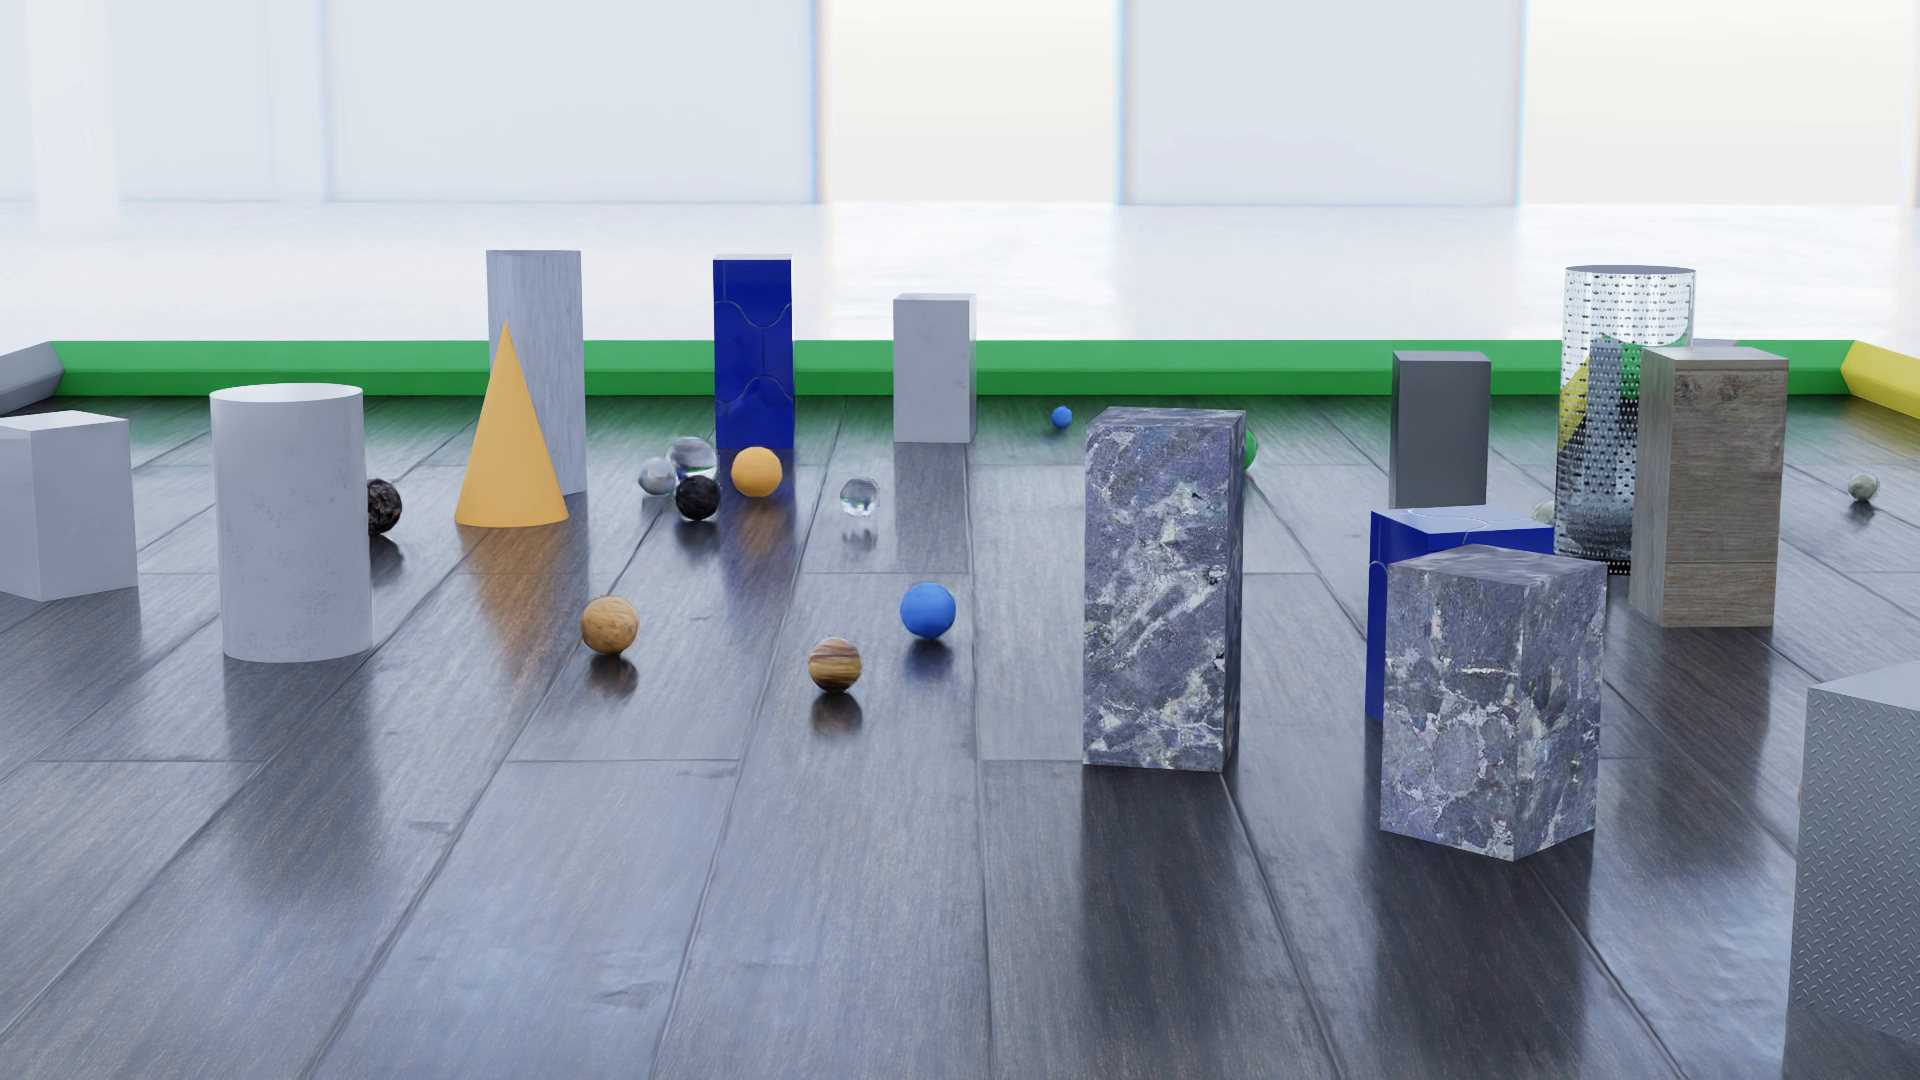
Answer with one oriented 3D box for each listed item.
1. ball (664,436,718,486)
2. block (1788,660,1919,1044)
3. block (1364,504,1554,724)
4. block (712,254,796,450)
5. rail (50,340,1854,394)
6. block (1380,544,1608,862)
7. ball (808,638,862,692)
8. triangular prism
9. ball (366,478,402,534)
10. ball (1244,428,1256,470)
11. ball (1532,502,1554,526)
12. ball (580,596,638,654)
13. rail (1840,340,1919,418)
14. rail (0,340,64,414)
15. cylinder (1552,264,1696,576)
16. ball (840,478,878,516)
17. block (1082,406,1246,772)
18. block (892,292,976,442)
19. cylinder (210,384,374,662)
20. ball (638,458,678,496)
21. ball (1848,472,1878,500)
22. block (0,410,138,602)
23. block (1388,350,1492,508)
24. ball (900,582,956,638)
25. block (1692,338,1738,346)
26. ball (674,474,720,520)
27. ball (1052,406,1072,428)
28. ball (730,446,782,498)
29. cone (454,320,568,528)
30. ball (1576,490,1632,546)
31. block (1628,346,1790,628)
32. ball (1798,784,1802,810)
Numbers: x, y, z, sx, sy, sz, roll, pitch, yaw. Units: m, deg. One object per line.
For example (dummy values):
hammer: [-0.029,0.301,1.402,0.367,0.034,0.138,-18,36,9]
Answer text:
ball: [-0.461,-0.131,4.394,0.092,0.092,0.092,0,11,0]
block: [0.753,0.239,1.977,0.147,0.253,0.147,-8,13,-37]
block: [0.548,0.091,2.826,0.147,0.232,0.147,-3,11,-15]
block: [-0.392,-0.362,4.904,0.147,0.358,0.147,0,11,-2]
rail: [-0.013,-0.375,5.619,3.966,0.119,0.045,0,11,0]
block: [0.507,0.150,2.440,0.147,0.259,0.147,10,14,43]
ball: [-0.146,0.145,2.994,0.064,0.064,0.064,0,11,0]
triangular prism: [-0.741,-0.282,4.335,0.138,0.409,0.159,7,13,32]
ball: [-0.911,-0.052,3.981,0.088,0.088,0.088,0,11,0]
ball: [0.482,-0.163,4.567,0.091,0.091,0.091,0,11,0]
ball: [0.906,-0.029,3.938,0.059,0.059,0.059,0,11,0]
ball: [-0.435,0.106,3.181,0.072,0.072,0.072,0,11,0]
rail: [1.959,0.029,3.461,0.045,0.119,4.461,0,11,0]
rail: [-1.959,0.033,3.439,0.045,0.119,4.461,0,11,0]
cylinder: [0.962,-0.177,3.719,0.184,0.430,0.184,0,11,0]
ball: [-0.162,-0.069,4.141,0.063,0.063,0.063,0,11,0]
block: [0.217,0.048,2.712,0.147,0.358,0.147,2,11,13]
block: [-0.048,-0.337,4.996,0.147,0.275,0.147,1,11,6]
cylinder: [-0.833,-0.025,3.201,0.184,0.322,0.184,0,11,0]
ball: [-0.511,-0.107,4.339,0.065,0.065,0.065,0,11,0]
ball: [1.510,-0.089,4.291,0.047,0.047,0.047,0,11,0]
block: [-1.257,-0.050,3.573,0.147,0.235,0.147,9,14,41]
block: [0.797,-0.186,4.274,0.147,0.243,0.147,1,11,5]
ball: [-0.041,0.090,3.271,0.071,0.071,0.071,0,11,0]
block: [1.206,-0.197,4.273,0.147,0.266,0.147,4,11,22]
ball: [-0.420,-0.068,4.108,0.073,0.073,0.073,0,11,0]
ball: [0.205,-0.245,5.137,0.043,0.043,0.043,0,11,0]
ball: [-0.342,-0.114,4.318,0.087,0.087,0.087,0,11,0]
cone: [-0.724,-0.194,4.111,0.184,0.319,0.184,0,11,0]
ball: [0.978,-0.034,3.899,0.083,0.083,0.083,0,11,0]
block: [0.984,-0.072,3.380,0.147,0.349,0.147,0,11,-2]
ball: [0.832,0.248,2.447,0.064,0.064,0.064,0,11,0]
